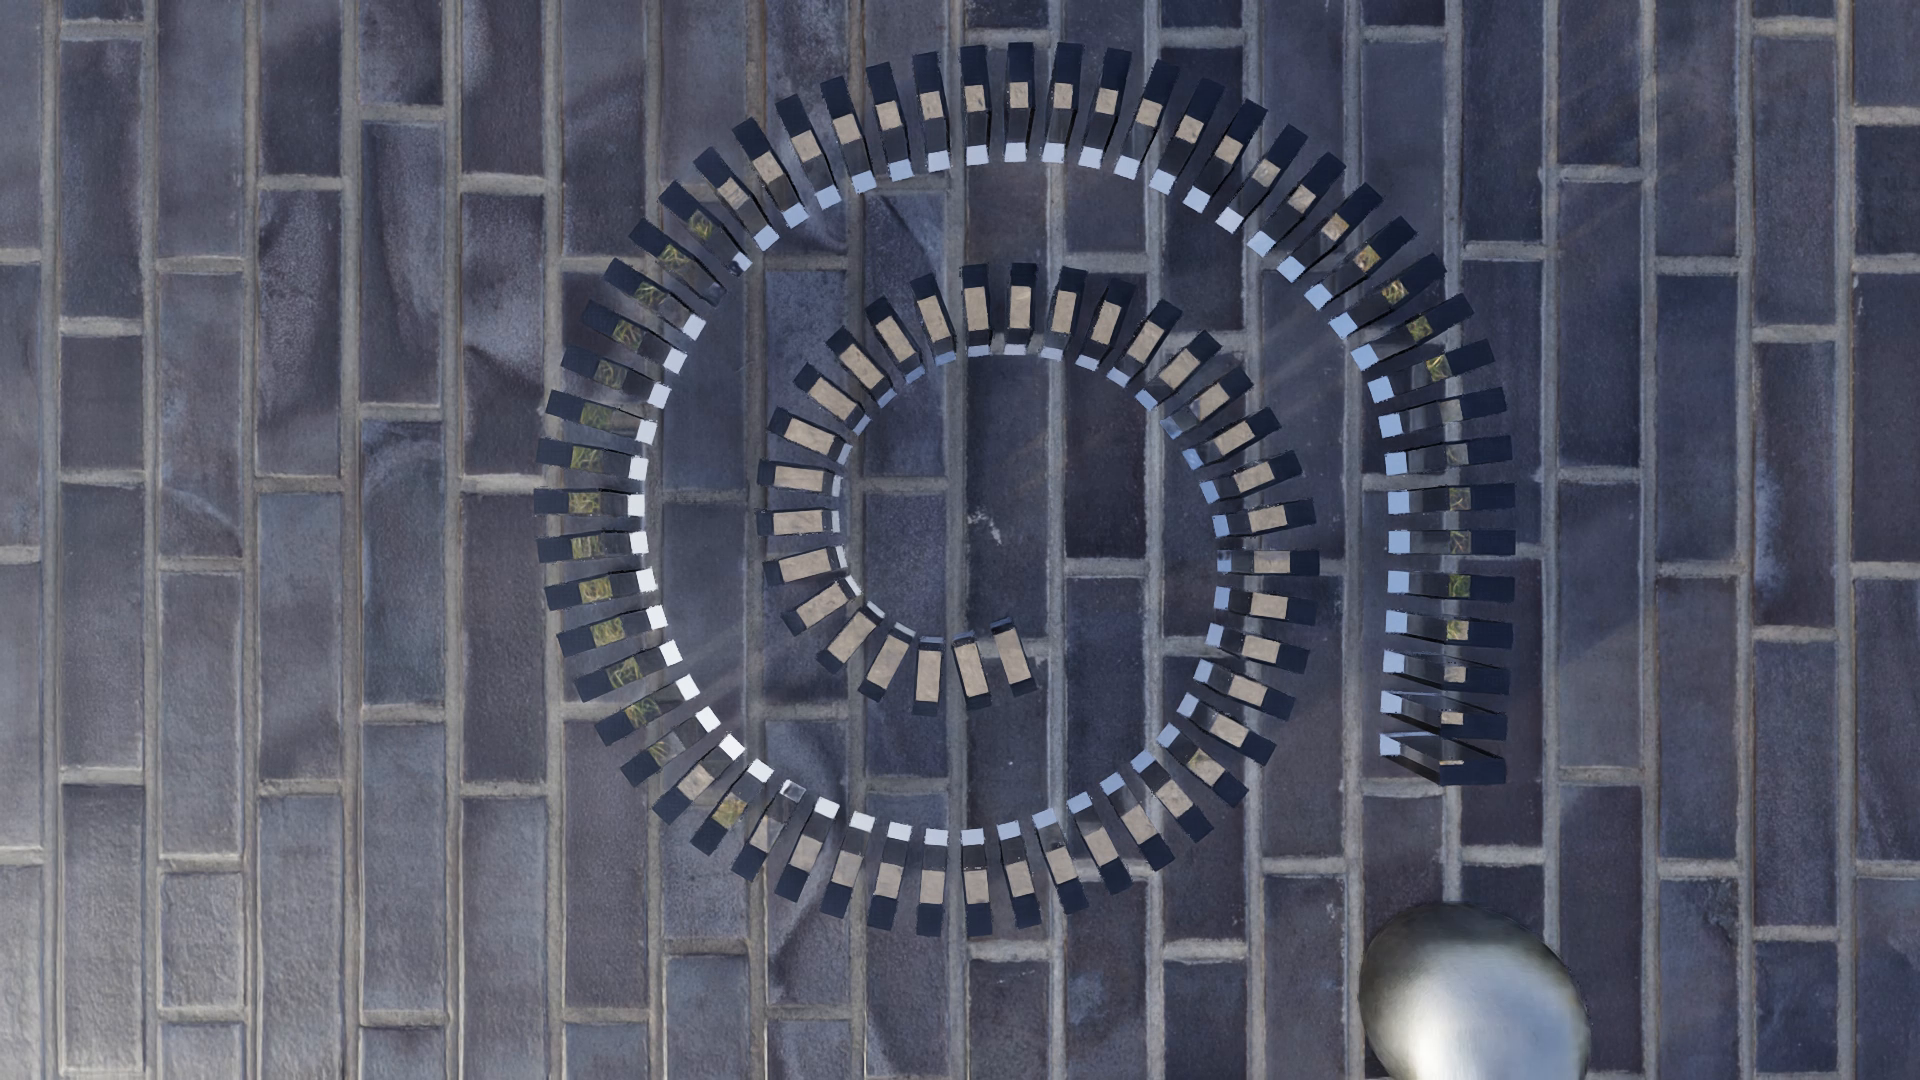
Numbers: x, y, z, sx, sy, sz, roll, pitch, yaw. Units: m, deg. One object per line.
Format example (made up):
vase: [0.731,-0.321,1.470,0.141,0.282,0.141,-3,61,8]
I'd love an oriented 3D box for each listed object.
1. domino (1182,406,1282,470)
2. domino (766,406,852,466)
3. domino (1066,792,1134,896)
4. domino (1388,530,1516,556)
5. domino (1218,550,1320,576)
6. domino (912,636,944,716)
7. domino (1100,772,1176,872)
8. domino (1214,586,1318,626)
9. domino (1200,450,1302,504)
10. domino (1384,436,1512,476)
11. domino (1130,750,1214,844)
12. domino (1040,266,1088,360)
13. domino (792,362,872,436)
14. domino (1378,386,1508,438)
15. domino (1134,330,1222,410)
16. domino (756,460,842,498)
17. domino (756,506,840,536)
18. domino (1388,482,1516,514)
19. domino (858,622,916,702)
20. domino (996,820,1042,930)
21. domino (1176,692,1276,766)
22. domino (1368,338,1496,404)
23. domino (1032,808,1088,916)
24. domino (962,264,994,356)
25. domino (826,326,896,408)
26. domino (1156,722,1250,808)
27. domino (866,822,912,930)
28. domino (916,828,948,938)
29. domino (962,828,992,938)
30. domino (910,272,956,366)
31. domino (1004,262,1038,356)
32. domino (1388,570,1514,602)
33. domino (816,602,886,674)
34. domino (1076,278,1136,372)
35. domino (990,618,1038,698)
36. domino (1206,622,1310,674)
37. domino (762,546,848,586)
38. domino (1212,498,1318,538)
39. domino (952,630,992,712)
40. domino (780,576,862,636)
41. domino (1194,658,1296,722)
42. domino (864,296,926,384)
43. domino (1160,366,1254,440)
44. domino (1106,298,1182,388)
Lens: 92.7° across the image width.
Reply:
domino: [0.110,-0.041,0.375,0.025,0.050,0.010,-31,90,0]
domino: [-0.060,-0.042,0.375,0.025,0.050,0.010,23,90,0]
domino: [0.056,0.123,0.375,0.010,0.050,0.025,-27,90,0]
domino: [0.200,0.001,0.375,0.025,0.050,0.010,0,90,0]
domino: [0.125,0.009,0.375,0.025,0.050,0.010,0,90,0]
domino: [-0.013,0.055,0.375,0.010,0.050,0.025,4,90,0]
domino: [0.072,0.114,0.375,0.009,0.050,0.025,-33,90,0]
domino: [0.124,0.027,0.375,0.025,0.050,0.009,8,90,0]
domino: [0.118,-0.025,0.375,0.025,0.050,0.009,-23,90,0]
domino: [0.198,-0.034,0.375,0.025,0.050,0.010,-6,90,0]
domino: [0.086,0.104,0.375,0.009,0.050,0.025,-40,90,0]
domino: [0.042,-0.091,0.375,0.010,0.050,0.025,10,90,0]
domino: [-0.051,-0.057,0.375,0.025,0.050,0.010,37,90,0]
domino: [0.196,-0.052,0.375,0.025,0.050,0.010,-11,90,0]
domino: [0.088,-0.068,0.375,0.010,0.050,0.025,44,90,0]
domino: [-0.065,-0.025,0.375,0.025,0.050,0.009,7,90,0]
domino: [-0.065,-0.007,0.375,0.025,0.050,0.010,-4,90,0]
domino: [0.200,-0.017,0.375,0.025,0.050,0.009,-2,90,0]
domino: [-0.029,0.049,0.375,0.010,0.050,0.025,28,90,0]
domino: [0.024,0.136,0.375,0.010,0.050,0.025,-15,90,0]
domino: [0.108,0.076,0.375,0.025,0.050,0.010,29,90,0]
domino: [0.191,-0.068,0.375,0.025,0.050,0.009,-20,90,0]
domino: [0.040,0.130,0.375,0.009,0.050,0.025,-21,90,0]
domino: [0.007,-0.093,0.375,0.010,0.050,0.025,-6,90,0]
domino: [-0.040,-0.070,0.375,0.010,0.050,0.025,-43,90,0]
domino: [0.098,0.091,0.375,0.025,0.050,0.010,39,90,0]
domino: [-0.028,0.136,0.375,0.010,0.050,0.025,12,90,0]
domino: [-0.011,0.139,0.375,0.010,0.050,0.025,5,90,0]
domino: [0.007,0.139,0.375,0.009,0.050,0.025,-6,90,0]
domino: [-0.010,-0.089,0.375,0.010,0.050,0.025,-21,90,0]
domino: [0.024,-0.093,0.375,0.009,0.050,0.025,2,90,0]
domino: [0.199,0.019,0.375,0.025,0.050,0.010,2,90,0]
domino: [-0.044,0.039,0.375,0.009,0.050,0.025,40,90,0]
domino: [0.059,-0.087,0.375,0.009,0.050,0.025,20,90,0]
domino: [0.021,0.047,0.375,0.010,0.050,0.025,-19,90,0]
domino: [0.120,0.044,0.375,0.025,0.050,0.010,14,90,0]
domino: [-0.062,0.010,0.375,0.025,0.050,0.010,-15,90,0]
domino: [0.123,-0.008,0.375,0.025,0.050,0.010,-12,90,0]
domino: [0.005,0.052,0.375,0.009,0.050,0.025,-15,90,0]
domino: [-0.056,0.026,0.375,0.025,0.050,0.010,-34,90,0]
domino: [0.115,0.061,0.375,0.025,0.050,0.009,21,90,0]
domino: [-0.026,-0.081,0.375,0.009,0.050,0.025,-34,90,0]
domino: [0.100,-0.055,0.375,0.025,0.050,0.010,-38,90,0]
domino: [0.075,-0.079,0.375,0.010,0.050,0.025,33,90,0]
